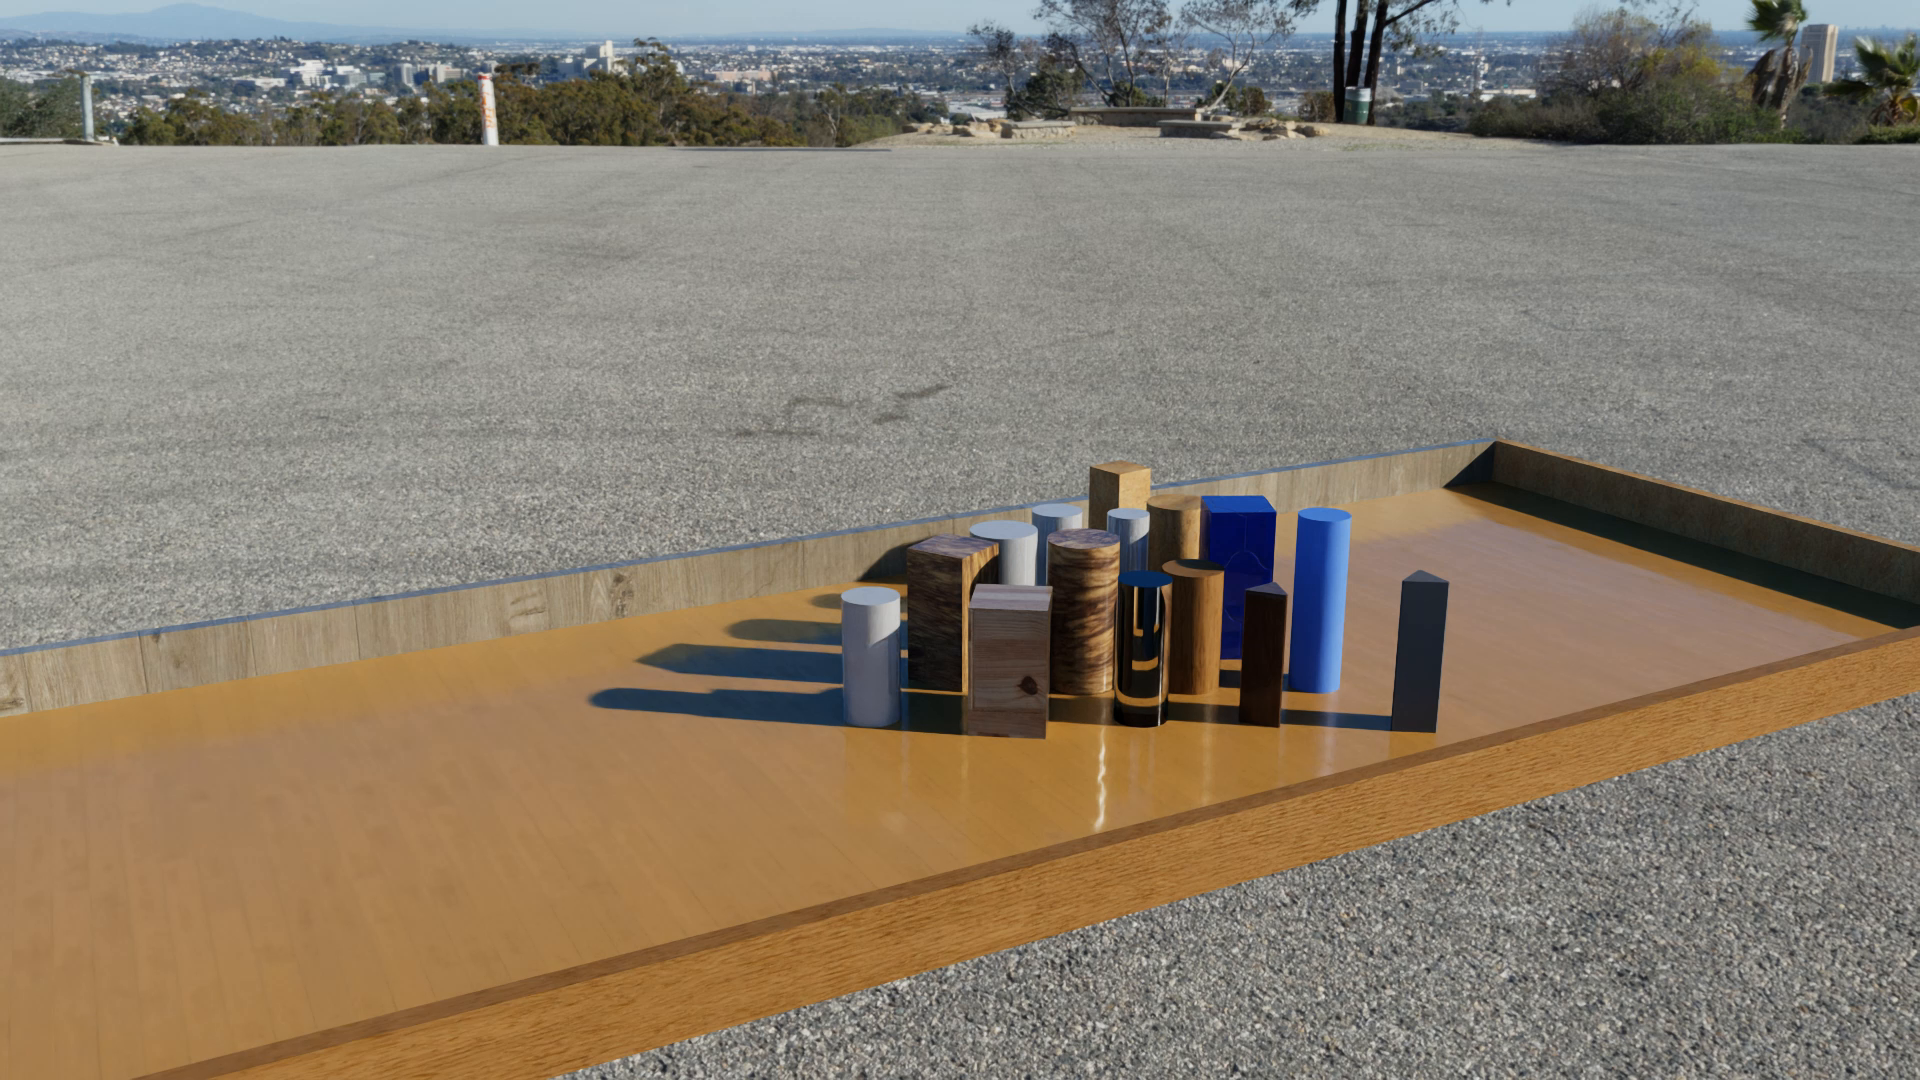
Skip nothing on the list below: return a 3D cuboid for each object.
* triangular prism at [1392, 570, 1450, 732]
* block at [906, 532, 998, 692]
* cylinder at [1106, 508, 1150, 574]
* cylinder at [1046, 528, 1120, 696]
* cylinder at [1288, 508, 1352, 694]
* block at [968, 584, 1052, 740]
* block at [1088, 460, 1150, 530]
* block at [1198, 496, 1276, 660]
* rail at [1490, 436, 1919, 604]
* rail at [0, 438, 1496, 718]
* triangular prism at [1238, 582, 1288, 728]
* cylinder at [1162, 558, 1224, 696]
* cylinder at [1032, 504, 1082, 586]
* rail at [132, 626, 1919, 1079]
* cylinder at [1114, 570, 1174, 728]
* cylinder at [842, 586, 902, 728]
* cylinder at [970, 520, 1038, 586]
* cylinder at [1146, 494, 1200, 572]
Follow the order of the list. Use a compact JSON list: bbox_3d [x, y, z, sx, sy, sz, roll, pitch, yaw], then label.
[{"bbox_3d":[1.060,0.258,3.828,0.104,0.367,0.090,2,16,6],"label":"triangular prism"},{"bbox_3d":[-0.017,0.179,4.134,0.164,0.345,0.164,11,19,32],"label":"block"},{"bbox_3d":[0.438,0.108,4.333,0.110,0.369,0.110,0,16,0],"label":"cylinder"},{"bbox_3d":[0.302,0.177,4.084,0.179,0.377,0.179,0,16,0],"label":"cylinder"},{"bbox_3d":[0.885,0.149,4.065,0.127,0.441,0.127,0,16,0],"label":"cylinder"},{"bbox_3d":[0.118,0.281,3.846,0.180,0.312,0.180,2,16,6],"label":"block"},{"bbox_3d":[0.464,-0.035,4.827,0.125,0.366,0.125,-13,21,-37],"label":"block"},{"bbox_3d":[0.719,0.097,4.319,0.166,0.397,0.166,0,16,-1],"label":"block"},{"bbox_3d":[2.466,-0.048,5.253,0.050,0.150,2.100,-9,18,-27],"label":"rail"},{"bbox_3d":[-3.305,0.497,3.399,12.000,0.150,0.050,-9,18,-27],"label":"rail"},{"bbox_3d":[0.720,0.266,3.870,0.097,0.327,0.084,7,18,23],"label":"triangular prism"},{"bbox_3d":[0.572,0.214,4.087,0.152,0.304,0.152,0,16,0],"label":"cylinder"},{"bbox_3d":[0.269,0.063,4.605,0.141,0.302,0.141,0,16,0],"label":"cylinder"},{"bbox_3d":[-2.336,1.006,1.665,12.000,0.150,0.050,-9,18,-27],"label":"rail"},{"bbox_3d":[0.430,0.256,3.872,0.128,0.345,0.128,0,16,0],"label":"cylinder"},{"bbox_3d":[-0.208,0.274,3.886,0.138,0.302,0.138,0,16,0],"label":"cylinder"},{"bbox_3d":[0.114,0.126,4.362,0.179,0.319,0.179,0,16,0],"label":"cylinder"},{"bbox_3d":[0.600,0.054,4.582,0.173,0.332,0.173,0,16,0],"label":"cylinder"}]
